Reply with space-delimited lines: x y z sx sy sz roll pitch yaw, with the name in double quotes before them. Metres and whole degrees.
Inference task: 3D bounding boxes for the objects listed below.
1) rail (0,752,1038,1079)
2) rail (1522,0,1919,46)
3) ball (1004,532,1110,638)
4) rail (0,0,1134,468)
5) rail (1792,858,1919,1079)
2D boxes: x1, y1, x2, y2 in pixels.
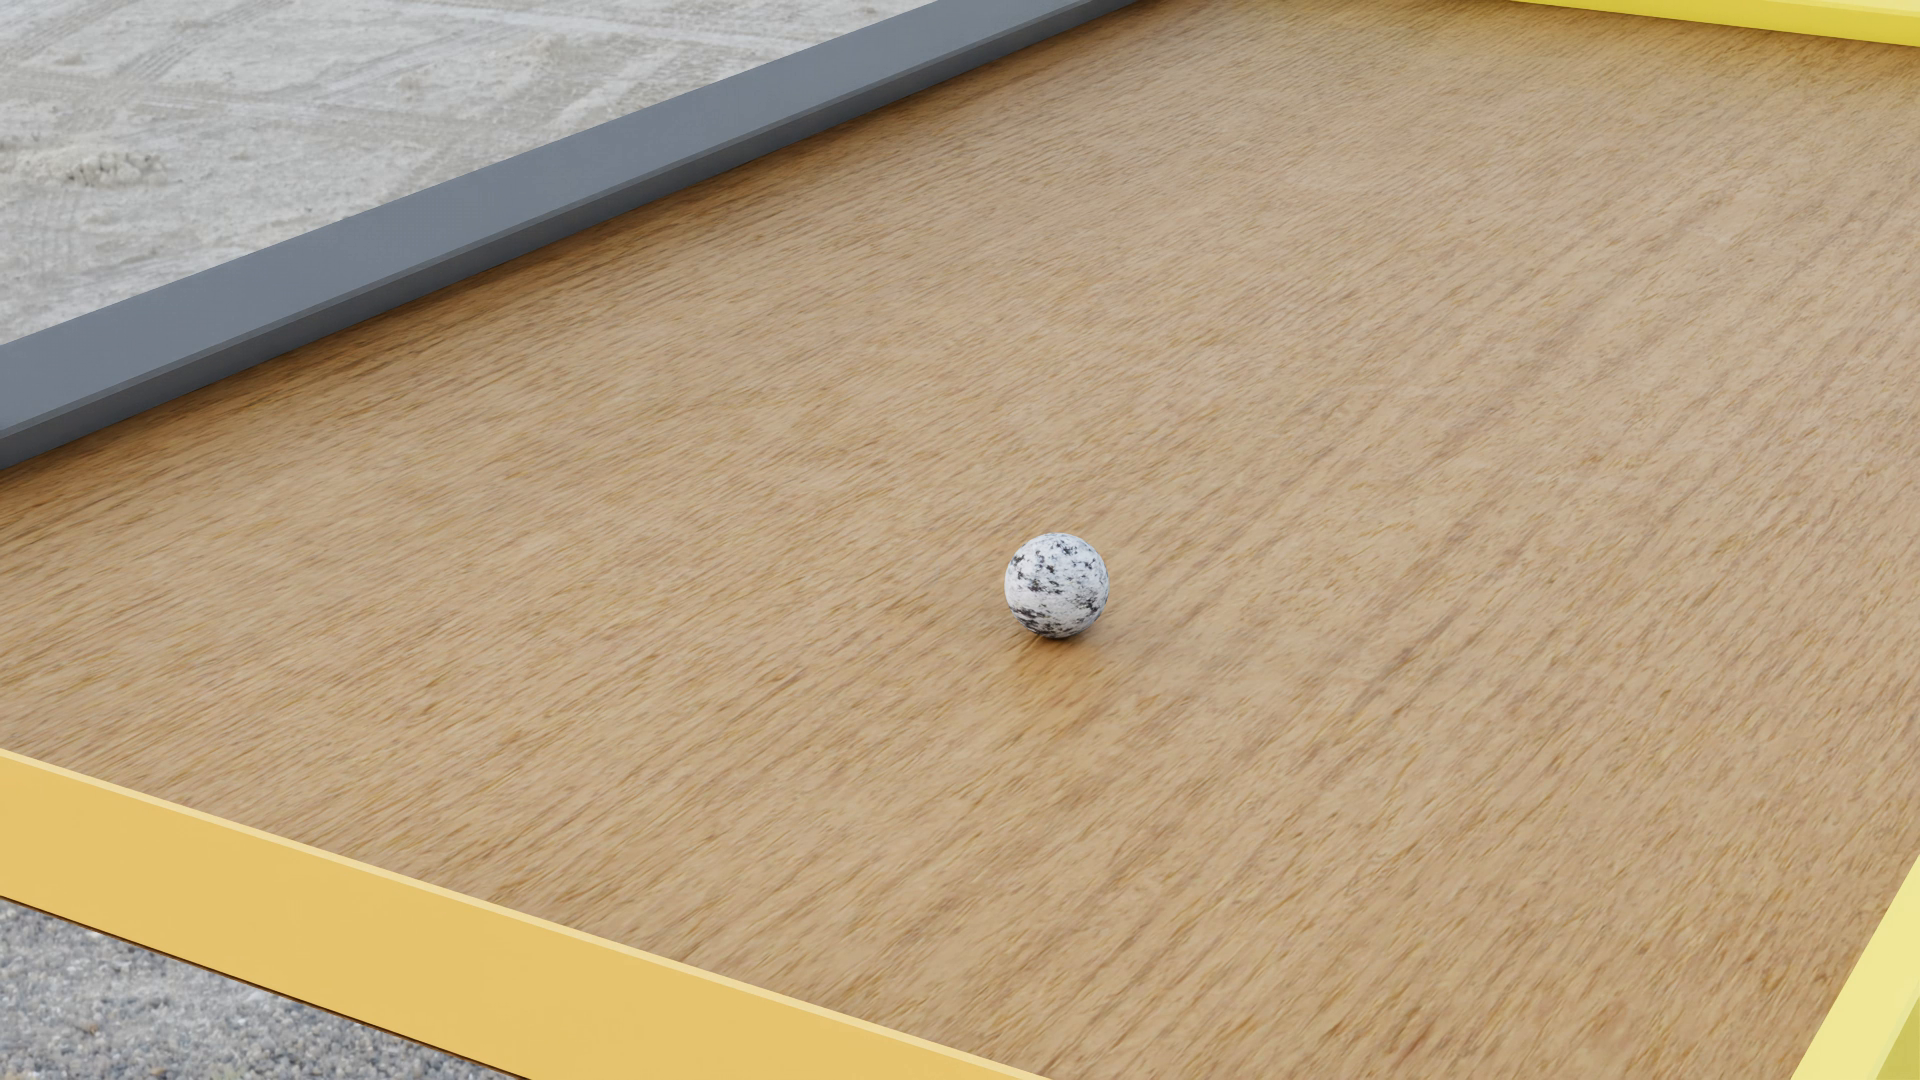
"rail" -0.315 0.192 1.517 1.467 0.094 0.045 13 26 28
"rail" 0.969 -0.663 3.568 1.467 0.094 0.045 13 26 28
"ball" 0.064 0.030 1.939 0.069 0.069 0.069 0 23 0
"rail" -0.288 -0.373 2.870 0.045 0.094 2.613 13 26 28
"rail" 0.942 -0.099 2.214 0.045 0.094 2.613 13 26 28
